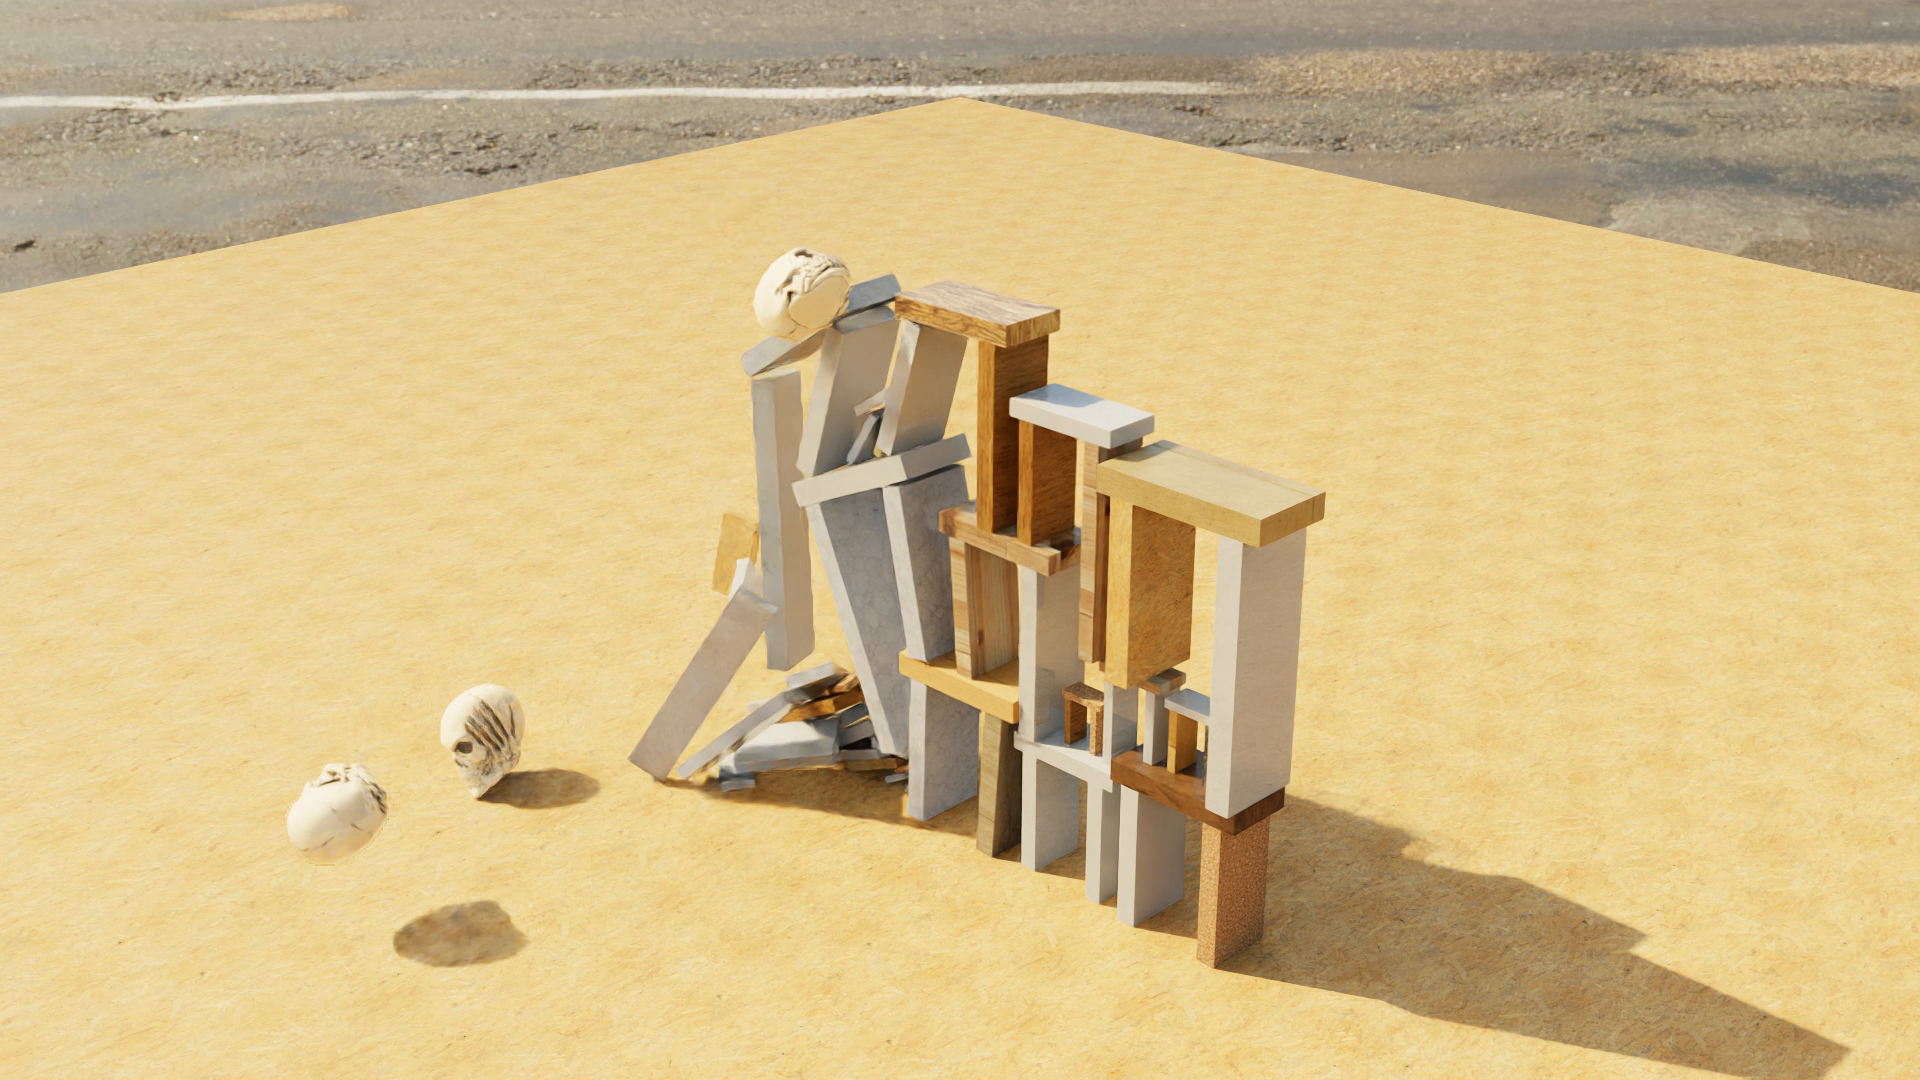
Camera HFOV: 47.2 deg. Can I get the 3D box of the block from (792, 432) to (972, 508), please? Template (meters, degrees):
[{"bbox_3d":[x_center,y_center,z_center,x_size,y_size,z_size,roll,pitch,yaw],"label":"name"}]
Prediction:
[{"bbox_3d":[-0.158,-0.137,4.342,0.175,0.049,0.349,-21,6,-41],"label":"block"}]

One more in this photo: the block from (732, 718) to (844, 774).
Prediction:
[{"bbox_3d":[-0.357,0.427,4.573,0.216,0.031,0.108,-6,38,14],"label":"block"}]

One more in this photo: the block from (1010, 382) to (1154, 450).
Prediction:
[{"bbox_3d":[0.216,-0.222,3.902,0.238,0.034,0.119,21,31,40],"label":"block"}]

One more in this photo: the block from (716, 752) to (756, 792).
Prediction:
[{"bbox_3d":[-0.471,0.480,4.604,0.070,0.020,0.140,-4,23,-9],"label":"block"}]

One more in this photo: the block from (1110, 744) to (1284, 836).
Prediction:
[{"bbox_3d":[0.424,0.437,3.948,0.285,0.040,0.143,21,31,41],"label":"block"}]

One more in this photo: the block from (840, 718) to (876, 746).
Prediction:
[{"bbox_3d":[-0.204,0.397,4.632,0.108,0.031,0.216,-23,-2,-42],"label":"block"}]

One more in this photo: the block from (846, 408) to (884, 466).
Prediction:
[{"bbox_3d":[-0.169,-0.207,4.330,0.070,0.140,0.020,-21,64,-40],"label":"block"}]

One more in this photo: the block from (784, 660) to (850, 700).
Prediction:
[{"bbox_3d":[-0.293,0.296,4.615,0.102,0.029,0.204,-20,-12,5],"label":"block"}]

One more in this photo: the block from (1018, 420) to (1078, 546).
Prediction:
[{"bbox_3d":[0.159,-0.119,4.005,0.034,0.238,0.119,22,31,40],"label":"block"}]

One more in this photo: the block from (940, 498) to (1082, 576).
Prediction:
[{"bbox_3d":[0.110,-0.012,4.106,0.280,0.040,0.140,23,32,40],"label":"block"}]

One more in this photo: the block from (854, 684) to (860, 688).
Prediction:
[{"bbox_3d":[-0.196,0.286,4.558,0.053,0.015,0.105,-36,10,-34],"label":"block"}]

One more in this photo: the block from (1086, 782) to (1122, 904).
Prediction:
[{"bbox_3d":[0.293,0.550,4.145,0.035,0.249,0.125,21,31,41],"label":"block"}]

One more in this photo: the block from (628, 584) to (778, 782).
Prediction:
[{"bbox_3d":[-0.526,0.296,4.461,0.089,0.497,0.025,33,28,-4],"label":"block"}]

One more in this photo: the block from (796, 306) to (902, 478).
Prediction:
[{"bbox_3d":[-0.222,-0.293,4.356,0.047,0.330,0.165,35,37,27],"label":"block"}]

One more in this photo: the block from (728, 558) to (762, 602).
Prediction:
[{"bbox_3d":[-0.453,0.137,4.592,0.025,0.089,0.177,-3,54,19],"label":"block"}]

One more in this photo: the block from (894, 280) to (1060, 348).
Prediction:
[{"bbox_3d":[0.030,-0.416,4.022,0.285,0.040,0.143,20,30,41],"label":"block"}]

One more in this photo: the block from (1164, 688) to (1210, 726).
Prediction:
[{"bbox_3d":[0.429,0.298,3.889,0.122,0.017,0.061,21,31,41],"label":"block"}]

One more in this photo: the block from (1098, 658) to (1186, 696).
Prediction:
[{"bbox_3d":[0.329,0.238,3.969,0.072,0.021,0.145,-21,31,-40],"label":"block"}]

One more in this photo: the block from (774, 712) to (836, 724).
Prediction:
[{"bbox_3d":[-0.343,0.385,4.747,0.140,0.020,0.070,-11,7,35],"label":"block"}]

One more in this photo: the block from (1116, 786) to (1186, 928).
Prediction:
[{"bbox_3d":[0.357,0.561,4.074,0.143,0.285,0.040,-21,31,-41],"label":"block"}]

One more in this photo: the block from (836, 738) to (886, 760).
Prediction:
[{"bbox_3d":[-0.195,0.438,4.624,0.077,0.022,0.155,-22,9,-41],"label":"block"}]

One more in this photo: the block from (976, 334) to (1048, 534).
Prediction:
[{"bbox_3d":[0.096,-0.205,4.040,0.040,0.364,0.143,22,31,40],"label":"block"}]

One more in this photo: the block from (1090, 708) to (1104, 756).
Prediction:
[{"bbox_3d":[0.262,0.350,4.086,0.013,0.094,0.047,21,31,41],"label":"block"}]

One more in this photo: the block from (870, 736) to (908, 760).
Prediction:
[{"bbox_3d":[-0.102,0.420,4.517,0.077,0.022,0.155,-22,24,-40],"label":"block"}]

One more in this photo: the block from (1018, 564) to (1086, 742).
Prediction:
[{"bbox_3d":[0.175,0.195,4.124,0.040,0.351,0.140,22,31,40],"label":"block"}]

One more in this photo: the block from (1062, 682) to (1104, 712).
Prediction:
[{"bbox_3d":[0.240,0.292,4.086,0.095,0.013,0.047,21,31,40],"label":"block"}]

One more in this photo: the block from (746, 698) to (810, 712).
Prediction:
[{"bbox_3d":[-0.382,0.358,4.746,0.140,0.020,0.070,-1,5,31],"label":"block"}]

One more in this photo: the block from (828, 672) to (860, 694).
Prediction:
[{"bbox_3d":[-0.231,0.292,4.521,0.053,0.015,0.105,-36,7,-24],"label":"block"}]

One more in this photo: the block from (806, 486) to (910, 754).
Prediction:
[{"bbox_3d":[-0.155,0.155,4.466,0.175,0.528,0.049,-21,7,-38],"label":"block"}]

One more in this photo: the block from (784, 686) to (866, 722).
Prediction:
[{"bbox_3d":[-0.276,0.343,4.597,0.102,0.029,0.204,-19,0,-37],"label":"block"}]

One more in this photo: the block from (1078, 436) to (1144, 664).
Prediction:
[{"bbox_3d":[0.270,0.009,3.941,0.119,0.422,0.034,-21,31,-40],"label":"block"}]

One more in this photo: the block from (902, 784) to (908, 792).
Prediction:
[{"bbox_3d":[-0.073,0.484,4.514,0.050,0.099,0.014,-23,75,-40],"label":"block"}]

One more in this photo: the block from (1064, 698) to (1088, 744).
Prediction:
[{"bbox_3d":[0.218,0.332,4.127,0.013,0.094,0.047,21,31,41],"label":"block"}]

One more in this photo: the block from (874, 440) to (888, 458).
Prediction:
[{"bbox_3d":[-0.119,-0.225,4.266,0.070,0.140,0.020,-21,55,-40],"label":"block"}]

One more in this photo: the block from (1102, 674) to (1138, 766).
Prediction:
[{"bbox_3d":[0.296,0.319,4.041,0.072,0.186,0.021,-21,31,-40],"label":"block"}]

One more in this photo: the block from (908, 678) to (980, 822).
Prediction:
[{"bbox_3d":[-0.031,0.398,4.423,0.044,0.311,0.156,24,32,39],"label":"block"}]

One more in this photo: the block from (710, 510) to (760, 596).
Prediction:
[{"bbox_3d":[-0.482,0.035,4.743,0.089,0.177,0.025,20,17,29],"label":"block"}]

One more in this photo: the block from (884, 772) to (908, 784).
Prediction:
[{"bbox_3d":[-0.107,0.481,4.548,0.049,0.014,0.099,-22,2,-41],"label":"block"}]

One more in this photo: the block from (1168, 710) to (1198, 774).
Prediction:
[{"bbox_3d":[0.400,0.351,3.943,0.017,0.122,0.061,21,31,41],"label":"block"}]

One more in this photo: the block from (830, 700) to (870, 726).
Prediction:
[{"bbox_3d":[-0.231,0.373,4.687,0.108,0.031,0.216,-24,-3,-44],"label":"block"}]

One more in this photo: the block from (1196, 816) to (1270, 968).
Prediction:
[{"bbox_3d":[0.491,0.613,3.950,0.143,0.285,0.040,-21,31,-41],"label":"block"}]

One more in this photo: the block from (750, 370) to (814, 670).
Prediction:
[{"bbox_3d":[-0.366,-0.043,4.567,0.047,0.605,0.165,1,12,16],"label":"block"}]

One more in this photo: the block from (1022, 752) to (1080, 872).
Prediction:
[{"bbox_3d":[0.176,0.504,4.253,0.035,0.249,0.125,21,31,41],"label":"block"}]

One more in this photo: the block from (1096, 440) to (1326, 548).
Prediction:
[{"bbox_3d":[0.423,-0.082,3.730,0.353,0.050,0.176,21,31,40],"label":"block"}]

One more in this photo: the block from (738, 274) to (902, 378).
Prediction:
[{"bbox_3d":[-0.278,-0.425,4.373,0.165,0.047,0.330,-24,-2,-46],"label":"block"}]

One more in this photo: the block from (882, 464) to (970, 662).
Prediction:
[{"bbox_3d":[-0.046,0.042,4.296,0.175,0.349,0.049,-21,19,-41],"label":"block"}]

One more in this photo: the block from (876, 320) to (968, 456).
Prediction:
[{"bbox_3d":[-0.067,-0.303,4.176,0.143,0.285,0.040,-21,48,-40],"label":"block"}]

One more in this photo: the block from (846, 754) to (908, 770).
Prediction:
[{"bbox_3d":[-0.157,0.455,4.585,0.077,0.022,0.155,-23,9,-42],"label":"block"}]

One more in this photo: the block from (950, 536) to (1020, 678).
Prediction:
[{"bbox_3d":[0.050,0.111,4.222,0.140,0.280,0.040,-21,27,-41],"label":"block"}]

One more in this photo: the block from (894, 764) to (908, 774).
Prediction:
[{"bbox_3d":[-0.086,0.458,4.508,0.050,0.014,0.099,-22,3,-40],"label":"block"}]

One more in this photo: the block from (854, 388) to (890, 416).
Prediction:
[{"bbox_3d":[-0.137,-0.279,4.260,0.070,0.020,0.140,-21,-2,-41],"label":"block"}]

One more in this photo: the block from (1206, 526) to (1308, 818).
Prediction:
[{"bbox_3d":[0.506,0.212,3.765,0.050,0.518,0.176,21,31,41],"label":"block"}]

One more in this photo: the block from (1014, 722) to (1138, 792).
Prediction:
[{"bbox_3d":[0.235,0.396,4.143,0.249,0.035,0.125,21,31,41],"label":"block"}]

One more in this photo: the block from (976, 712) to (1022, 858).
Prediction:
[{"bbox_3d":[0.110,0.452,4.293,0.156,0.311,0.044,-21,35,-41],"label":"block"}]

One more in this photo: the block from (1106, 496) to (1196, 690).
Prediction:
[{"bbox_3d":[0.338,0.071,3.885,0.050,0.353,0.176,21,31,41],"label":"block"}]

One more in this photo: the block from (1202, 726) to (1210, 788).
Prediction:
[{"bbox_3d":[0.458,0.374,3.889,0.017,0.122,0.061,21,31,41],"label":"block"}]

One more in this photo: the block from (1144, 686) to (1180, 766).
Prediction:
[{"bbox_3d":[0.365,0.327,3.970,0.072,0.145,0.021,-21,31,-40],"label":"block"}]

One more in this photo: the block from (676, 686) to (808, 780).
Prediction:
[{"bbox_3d":[-0.447,0.397,4.514,0.291,0.029,0.102,-36,-10,17],"label":"block"}]

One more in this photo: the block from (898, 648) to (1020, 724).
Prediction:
[{"bbox_3d":[0.045,0.262,4.283,0.156,0.044,0.311,-21,31,-41],"label":"block"}]
